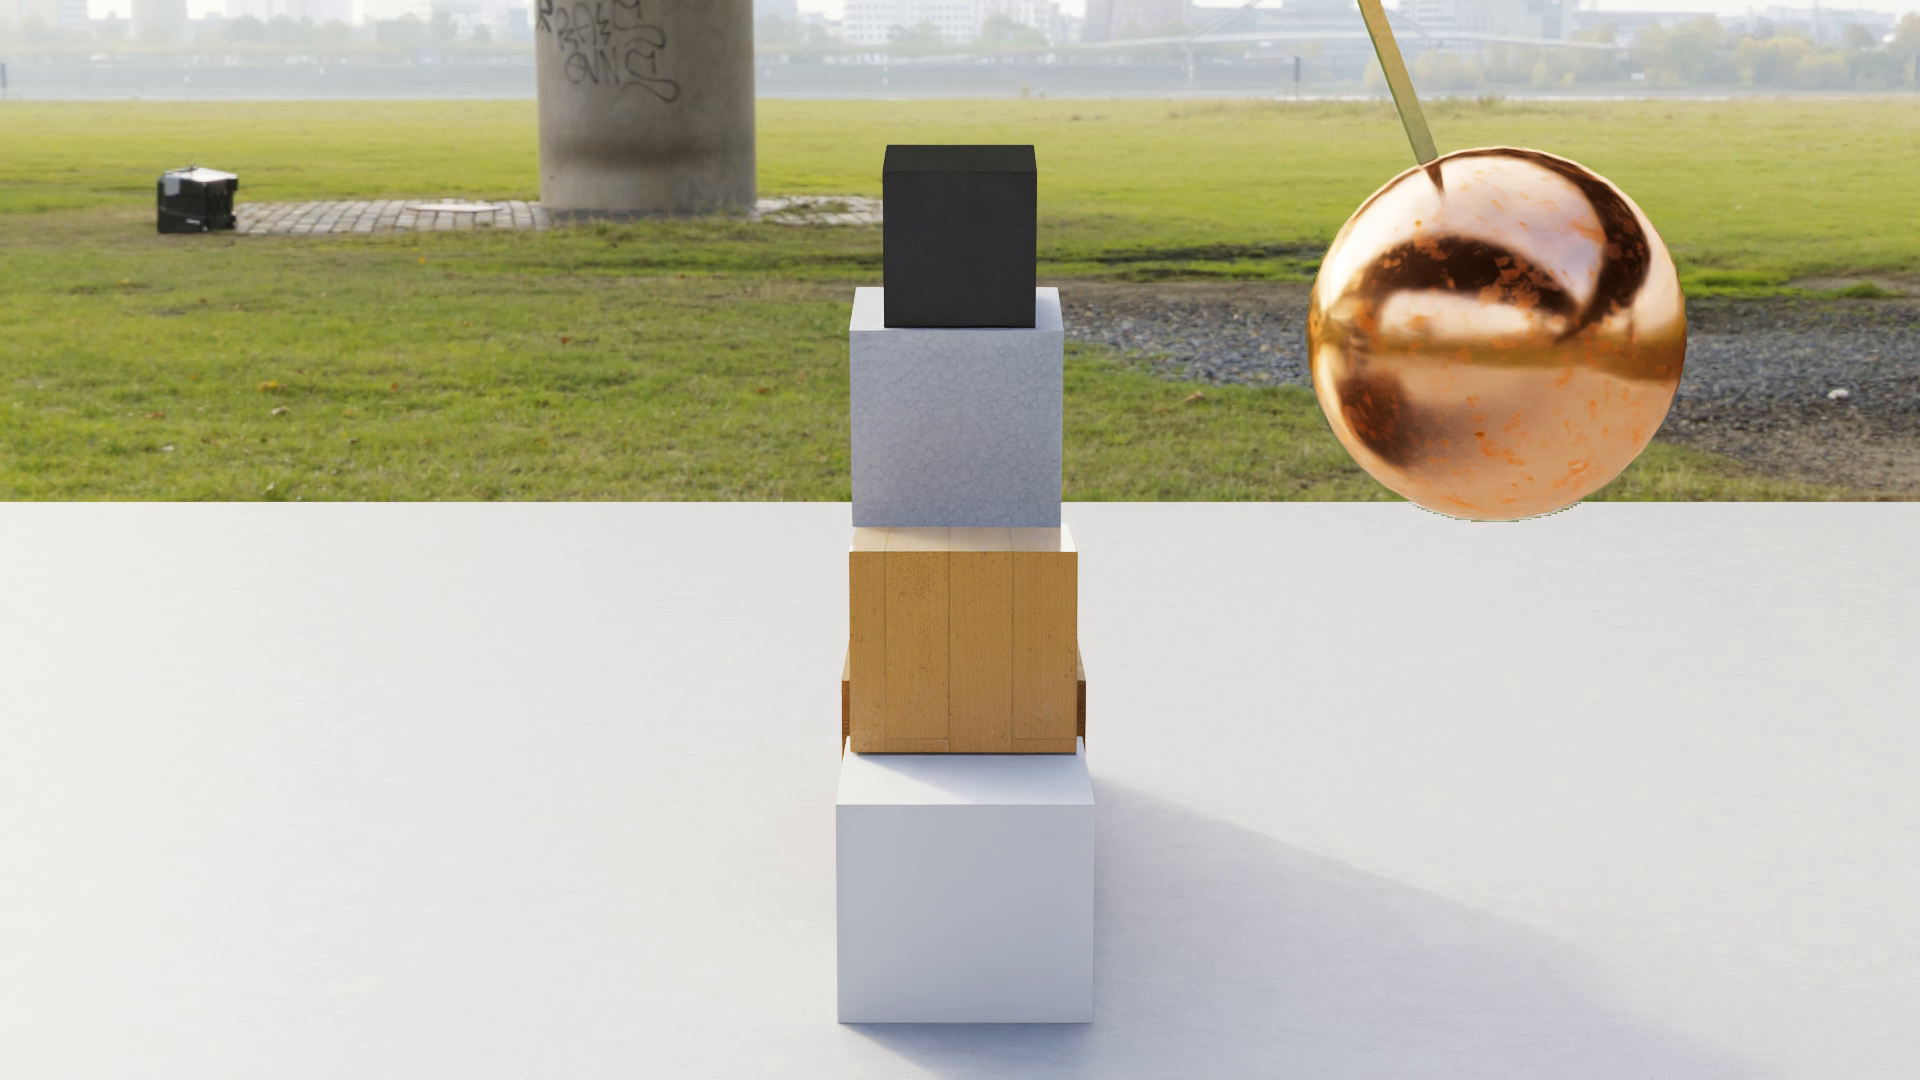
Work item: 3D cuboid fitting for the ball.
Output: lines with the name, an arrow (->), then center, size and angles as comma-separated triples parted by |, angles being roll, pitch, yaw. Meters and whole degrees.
ball -> 2.295, -0.884, 11.020 | 1.600, 1.600, 1.600 | 0, 10, 0

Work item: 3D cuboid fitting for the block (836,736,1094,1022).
block -> 0.019, 1.304, 10.026 | 0.956, 0.847, 0.987 | 0, 10, 0

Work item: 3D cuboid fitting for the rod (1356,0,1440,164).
rod -> 0.994, -3.975, 10.458 | 0.080, 5.200, 0.080 | -22, 10, 4

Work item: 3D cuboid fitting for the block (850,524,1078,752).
block -> 0.014, 0.385, 10.521 | 0.896, 0.800, 0.876 | 0, 7, 0

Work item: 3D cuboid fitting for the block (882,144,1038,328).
block -> 0.000, -1.277, 10.732 | 0.625, 0.649, 0.585 | 0, 19, 0

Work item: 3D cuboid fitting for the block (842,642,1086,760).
block -> 0.016, 0.959, 11.828 | 1.074, 0.881, 1.014 | 0, 10, 0

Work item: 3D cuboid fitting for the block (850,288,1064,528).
block -> -0.014, -0.580, 11.016 | 0.879, 0.853, 0.748 | 0, 19, 0
